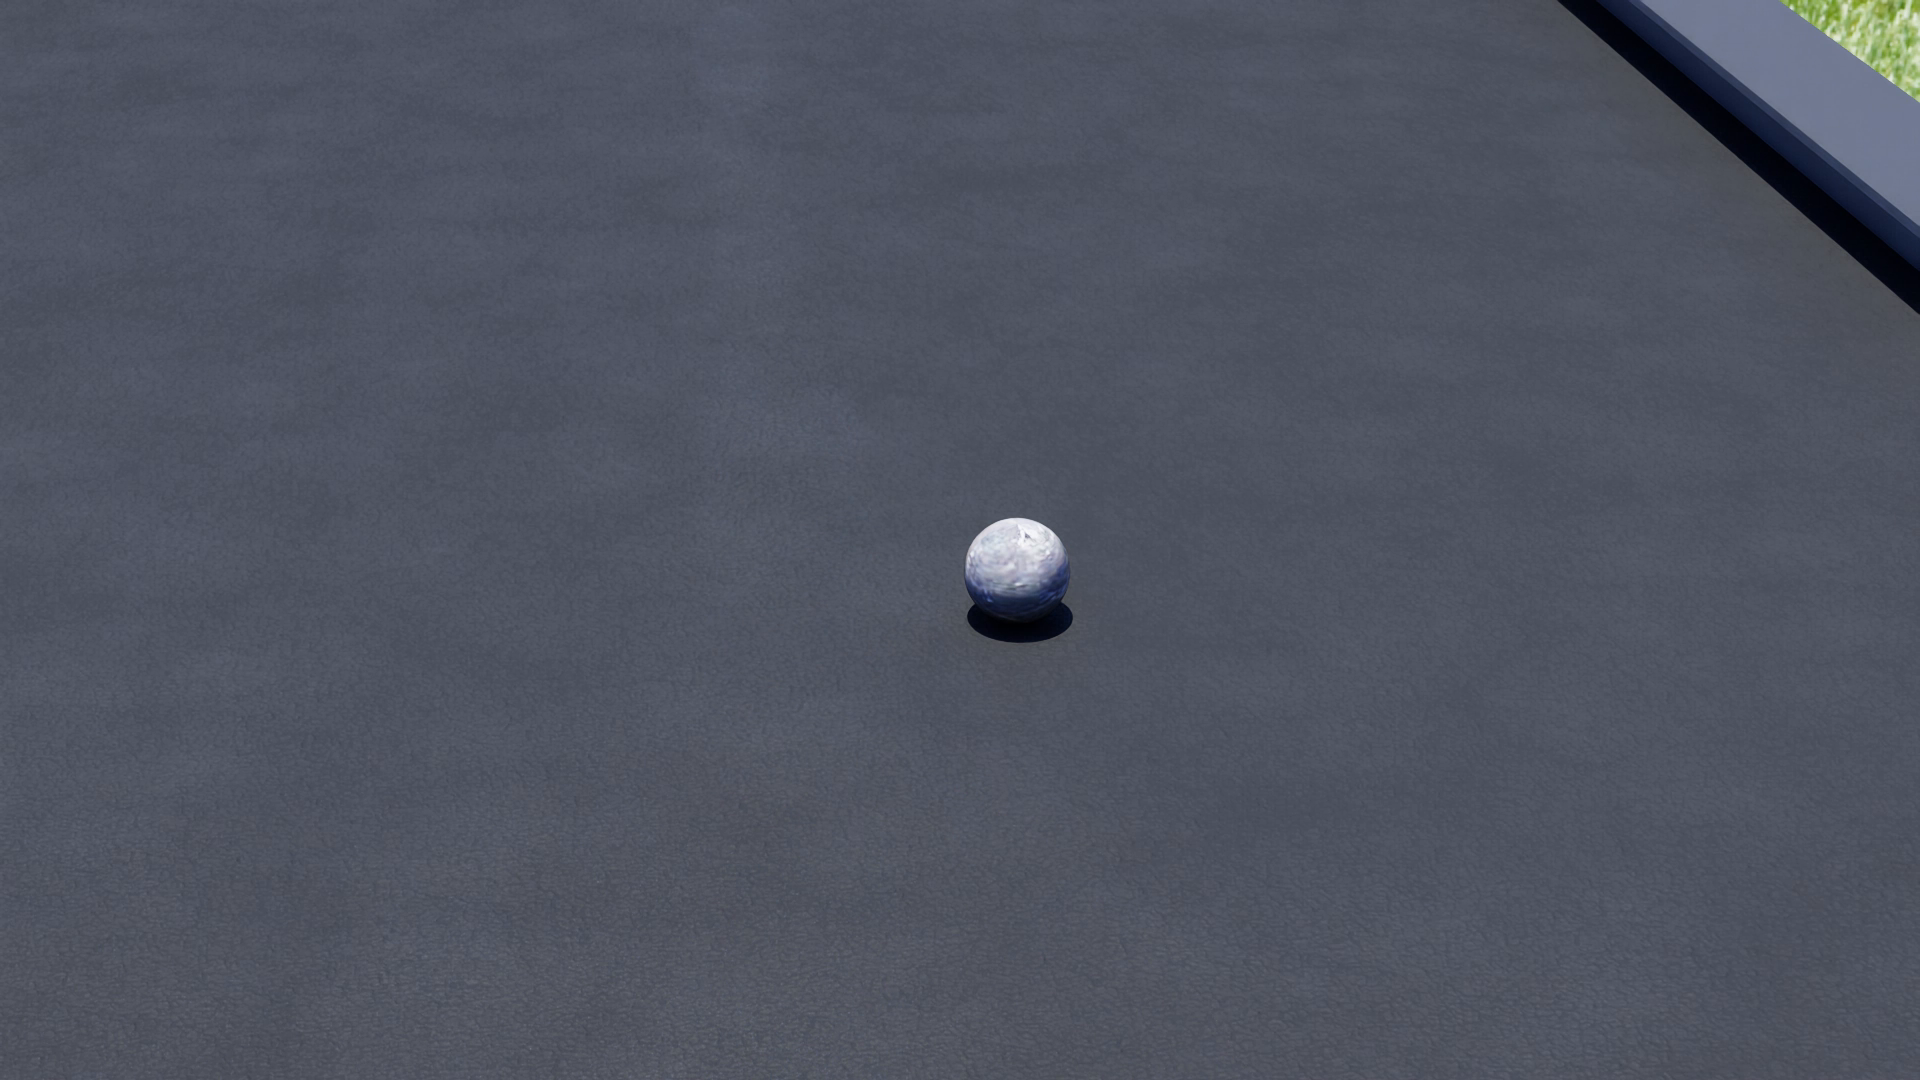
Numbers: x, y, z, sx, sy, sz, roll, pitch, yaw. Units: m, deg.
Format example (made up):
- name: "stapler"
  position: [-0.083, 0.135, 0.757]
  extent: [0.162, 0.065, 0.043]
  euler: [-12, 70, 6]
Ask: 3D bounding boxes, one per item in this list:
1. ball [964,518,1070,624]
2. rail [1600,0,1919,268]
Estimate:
- name: "ball"
  position: [0.035, 0.019, 1.814]
  extent: [0.066, 0.066, 0.066]
  euler: [0, 27, 0]
- name: "rail"
  position: [0.674, -0.453, 2.659]
  extent: [0.045, 0.124, 3.277]
  euler: [-4, 28, -8]
